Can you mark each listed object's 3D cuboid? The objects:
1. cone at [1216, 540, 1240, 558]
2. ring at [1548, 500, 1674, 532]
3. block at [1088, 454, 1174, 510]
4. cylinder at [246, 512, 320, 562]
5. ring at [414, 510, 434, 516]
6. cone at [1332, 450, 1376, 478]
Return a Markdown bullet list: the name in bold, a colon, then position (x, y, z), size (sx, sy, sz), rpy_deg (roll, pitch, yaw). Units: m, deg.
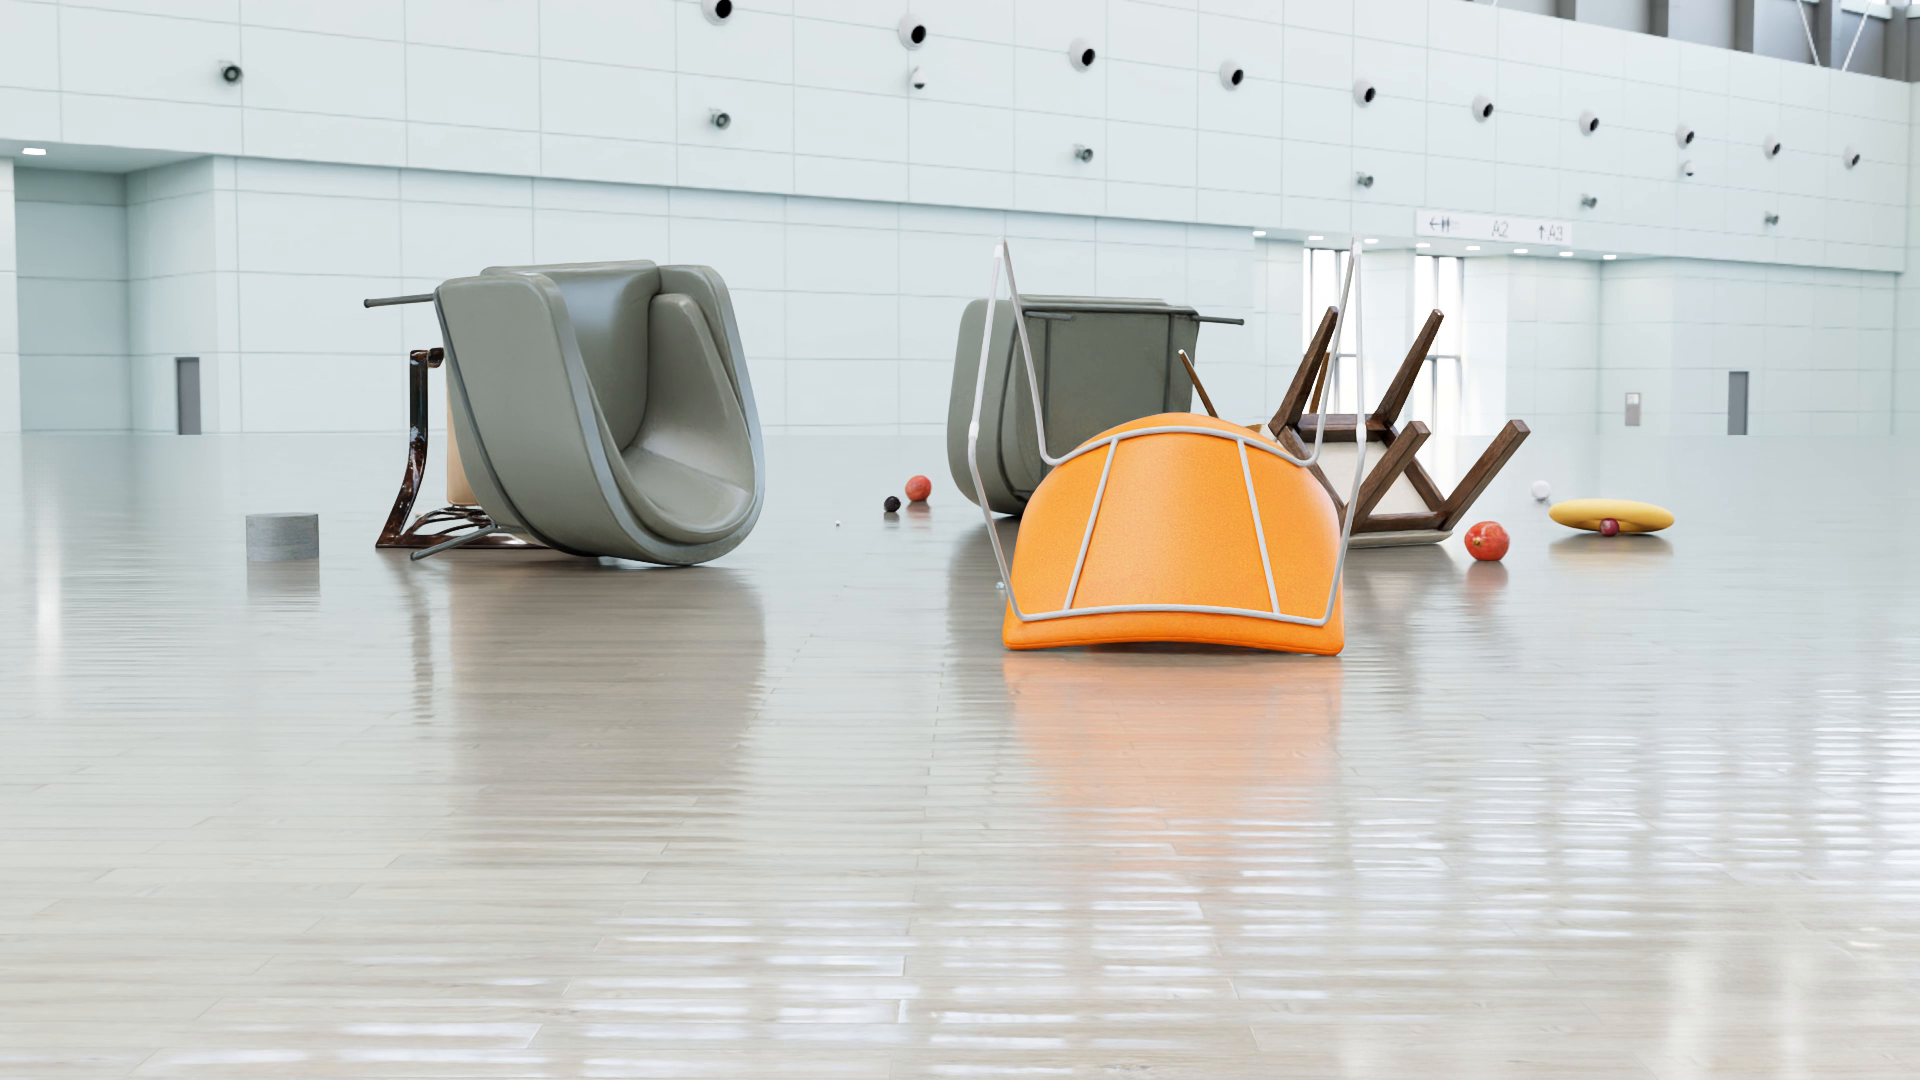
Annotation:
- **cone**: position (0.697, 0.036, 5.858), size (0.075, 0.047, 0.081), rpy_deg (-3, 18, 33)
- **ring**: position (2.016, -0.074, 6.810), size (0.380, 0.064, 0.282), rpy_deg (5, -10, 6)
- **block**: position (0.653, -0.223, 8.382), size (0.255, 0.194, 0.262), rpy_deg (-1, 4, -14)
- **cylinder**: position (-1.799, -0.010, 5.842), size (0.173, 0.116, 0.232), rpy_deg (1, 4, 8)
- **ring**: position (-1.893, -0.093, 7.768), size (0.076, 0.018, 0.057), rpy_deg (1, 5, 20)
- **cone**: position (1.975, -0.350, 11.111), size (0.233, 0.094, 0.223), rpy_deg (31, -30, -16)
